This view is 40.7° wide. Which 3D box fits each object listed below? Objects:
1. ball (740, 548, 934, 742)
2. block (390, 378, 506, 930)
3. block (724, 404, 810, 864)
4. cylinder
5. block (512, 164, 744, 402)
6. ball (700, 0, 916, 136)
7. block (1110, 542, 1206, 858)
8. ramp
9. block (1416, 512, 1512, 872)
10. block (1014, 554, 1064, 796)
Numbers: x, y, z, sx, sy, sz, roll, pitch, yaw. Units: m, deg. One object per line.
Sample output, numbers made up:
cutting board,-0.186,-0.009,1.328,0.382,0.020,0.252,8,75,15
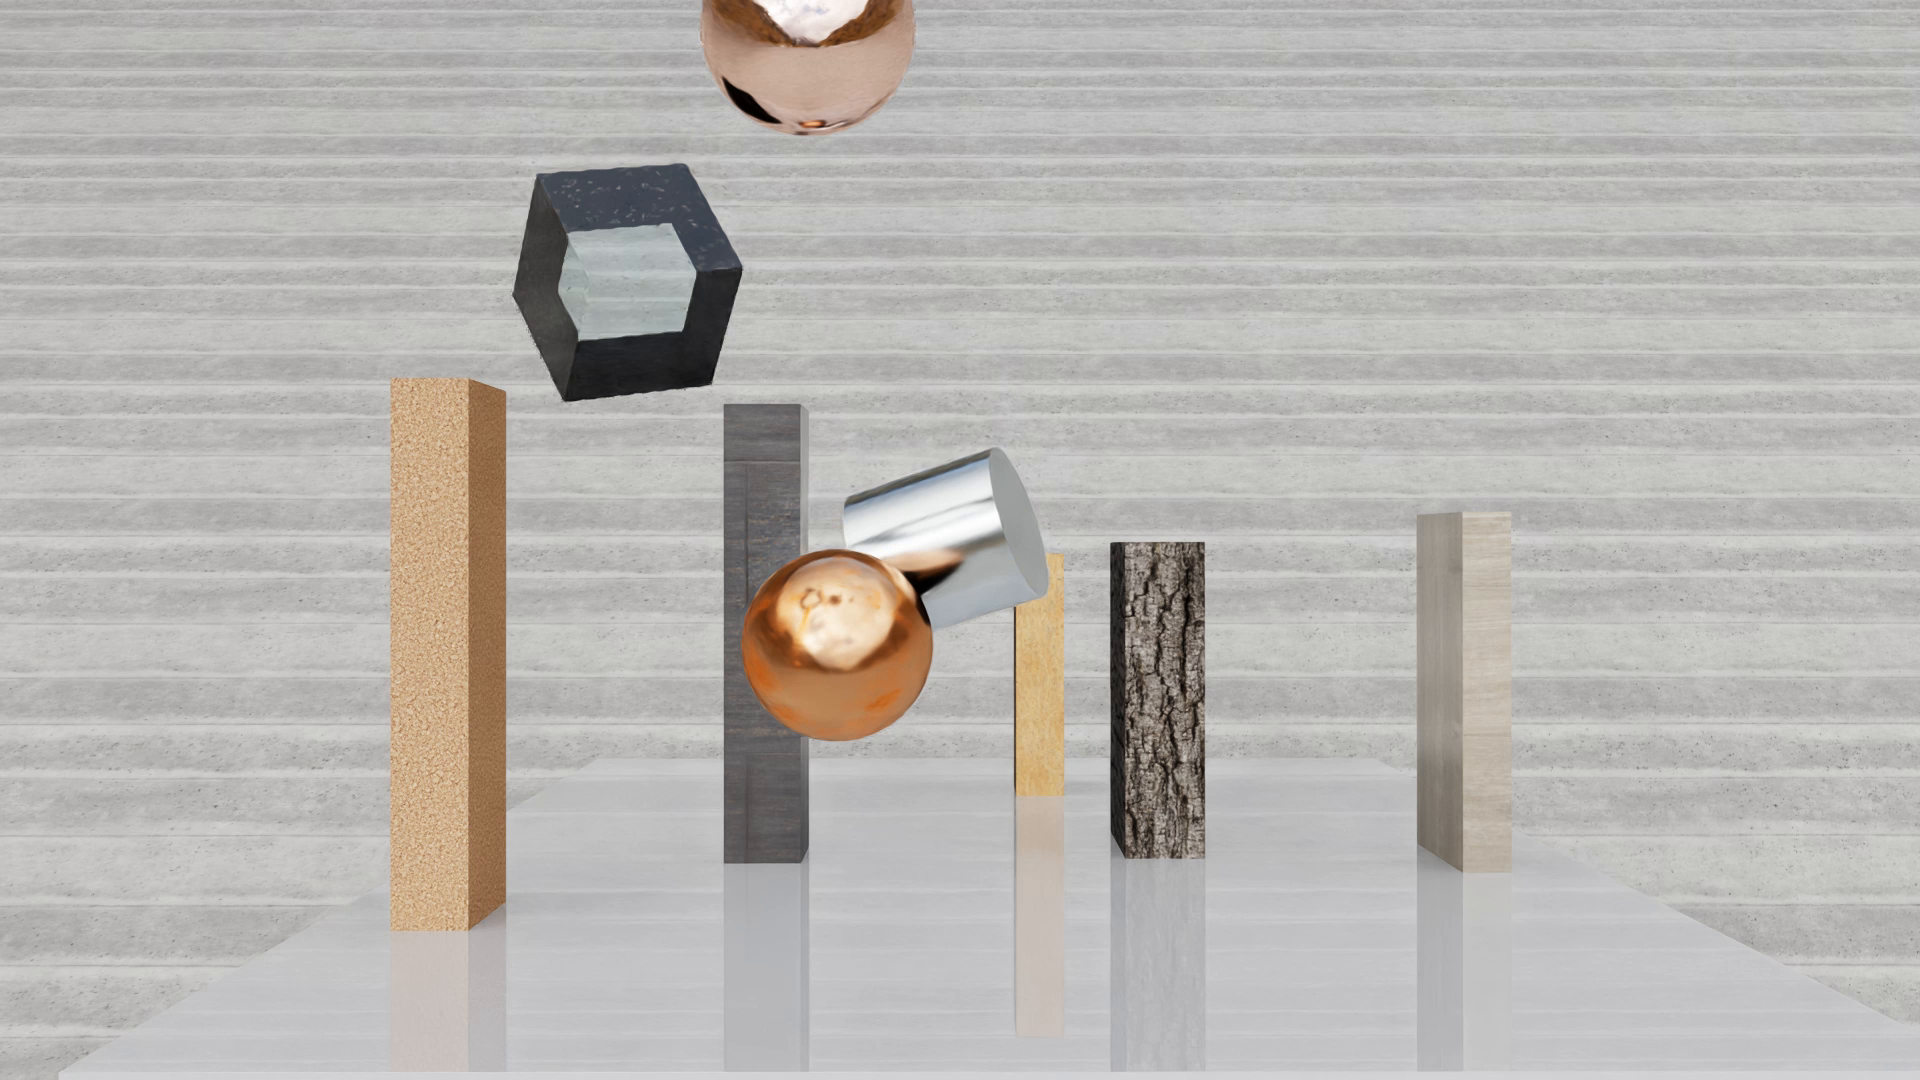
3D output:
ball,-0.132,0.113,2.792,0.208,0.208,0.208,0,31,0
block,-0.751,0.162,3.815,0.110,0.782,0.306,0,0,0
block,-0.340,0.161,4.570,0.132,0.789,0.251,0,0,0
cylinder,-0.015,0.006,2.954,0.178,0.178,0.178,-18,28,14
block,-0.328,-0.254,2.541,0.156,0.156,0.156,-9,51,-28
ball,-0.138,-0.467,2.359,0.197,0.197,0.197,0,31,0
block,0.358,0.280,4.734,0.139,0.552,0.447,0,0,0
ramp,0.068,0.606,4.672,2.000,0.100,4.000,0,0,0
block,0.878,0.254,4.527,0.081,0.602,0.432,0,0,0
block,0.175,0.295,5.799,0.105,0.529,0.274,0,0,0
